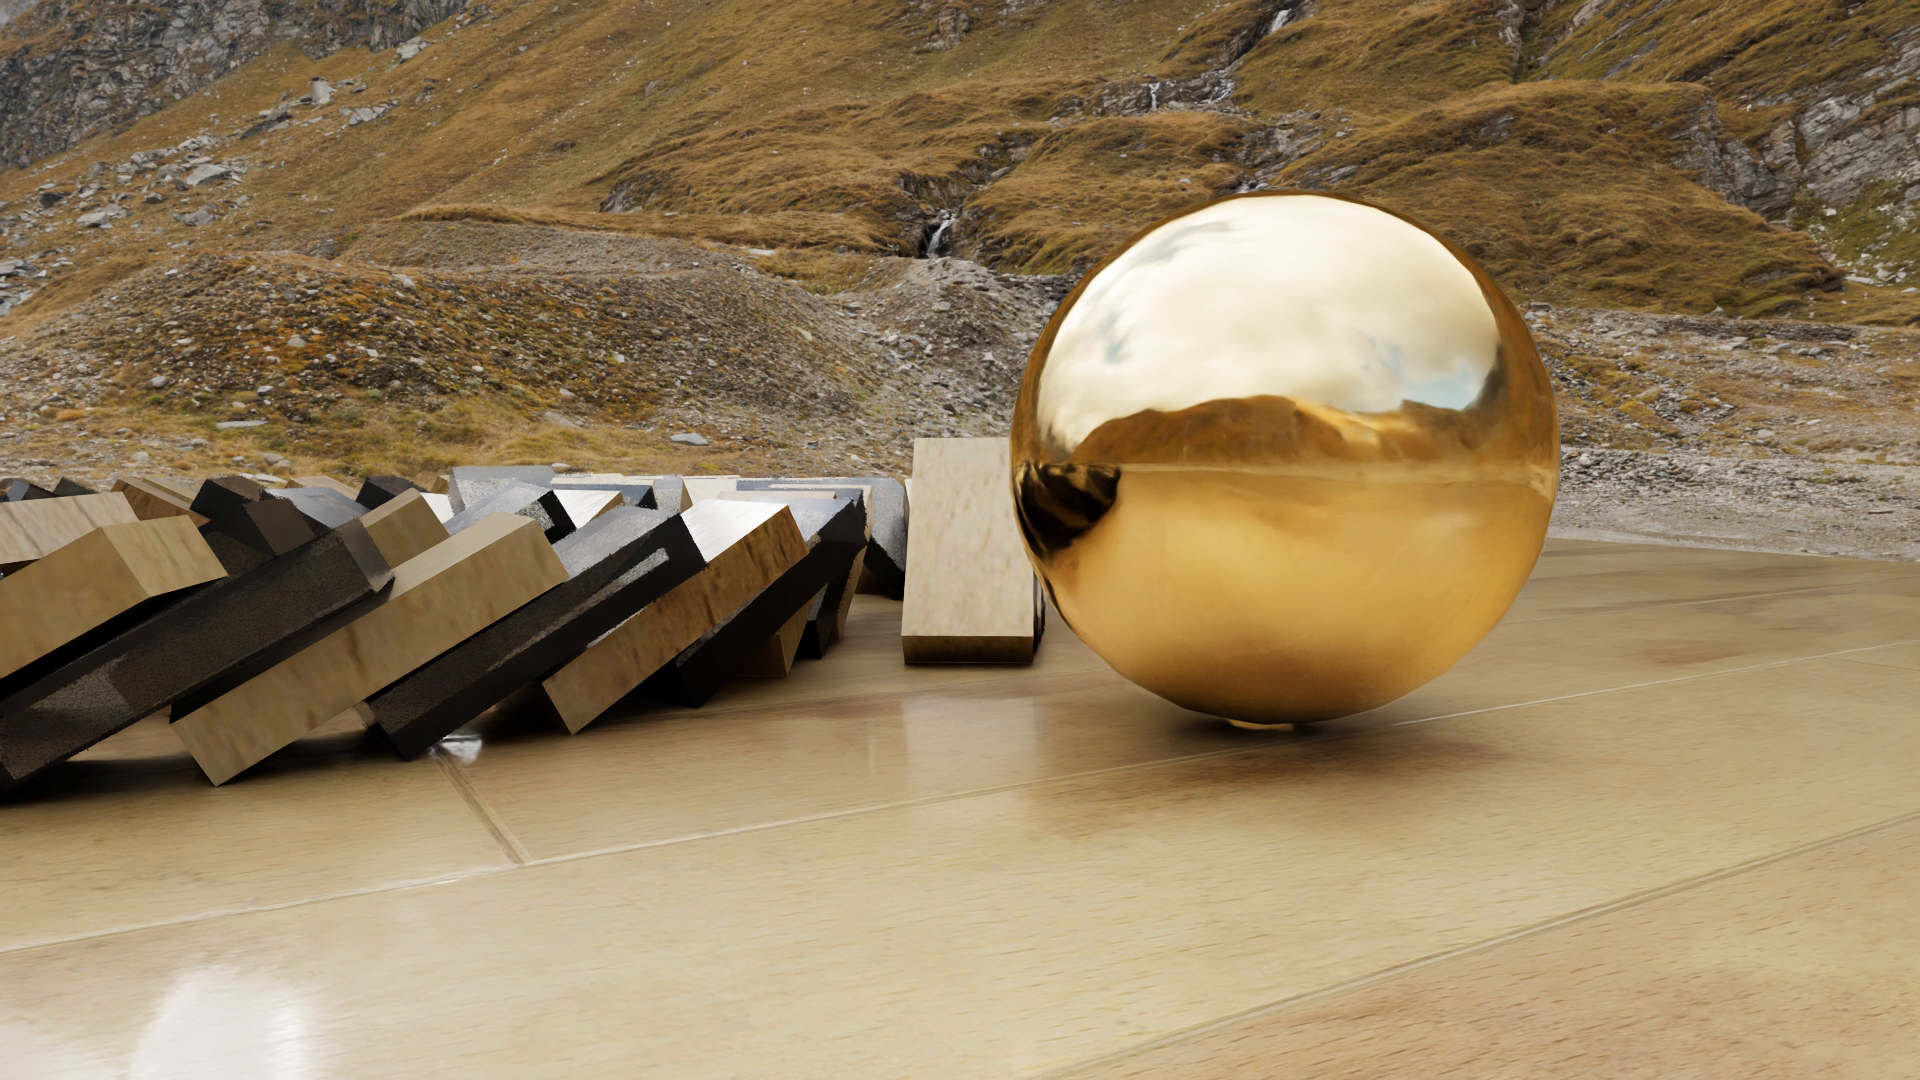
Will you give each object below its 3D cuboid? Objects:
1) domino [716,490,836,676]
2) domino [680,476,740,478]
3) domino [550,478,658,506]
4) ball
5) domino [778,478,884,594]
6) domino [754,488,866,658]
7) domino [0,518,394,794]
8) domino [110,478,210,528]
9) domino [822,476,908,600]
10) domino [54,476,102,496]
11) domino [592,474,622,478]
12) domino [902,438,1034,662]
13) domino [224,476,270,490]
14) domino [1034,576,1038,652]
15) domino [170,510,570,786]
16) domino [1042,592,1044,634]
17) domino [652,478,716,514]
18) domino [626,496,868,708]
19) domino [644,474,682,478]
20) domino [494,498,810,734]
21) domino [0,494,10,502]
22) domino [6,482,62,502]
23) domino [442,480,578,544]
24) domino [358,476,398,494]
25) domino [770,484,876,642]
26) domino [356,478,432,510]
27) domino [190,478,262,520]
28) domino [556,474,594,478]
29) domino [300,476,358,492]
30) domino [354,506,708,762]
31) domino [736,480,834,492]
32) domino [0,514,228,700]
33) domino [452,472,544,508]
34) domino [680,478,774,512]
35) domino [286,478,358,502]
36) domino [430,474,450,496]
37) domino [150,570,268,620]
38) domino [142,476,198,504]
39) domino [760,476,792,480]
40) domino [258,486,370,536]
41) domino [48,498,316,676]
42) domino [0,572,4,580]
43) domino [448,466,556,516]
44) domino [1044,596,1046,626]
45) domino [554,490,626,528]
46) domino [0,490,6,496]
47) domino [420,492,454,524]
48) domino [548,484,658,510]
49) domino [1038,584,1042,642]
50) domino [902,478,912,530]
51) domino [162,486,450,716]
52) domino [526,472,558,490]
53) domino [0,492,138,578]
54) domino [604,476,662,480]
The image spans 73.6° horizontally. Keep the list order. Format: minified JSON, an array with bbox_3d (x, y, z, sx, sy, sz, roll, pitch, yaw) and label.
[{"bbox_3d":[-0.041,0.007,0.255,0.025,0.010,0.050,1,33,8],"label":"domino"},{"bbox_3d":[-0.067,-0.004,0.413,0.050,0.009,0.025,37,25,31],"label":"domino"},{"bbox_3d":[-0.089,0.003,0.300,0.025,0.009,0.050,1,35,0],"label":"domino"},{"bbox_3d":[0.047,-0.012,0.196,0.080,0.080,0.080,0,4,0],"label":"ball"},{"bbox_3d":[-0.033,-0.002,0.387,0.025,0.009,0.050,-4,34,-40],"label":"domino"},{"bbox_3d":[-0.037,0.006,0.274,0.025,0.009,0.050,1,33,8],"label":"domino"},{"bbox_3d":[-0.100,0.014,0.165,0.050,0.009,0.025,-31,13,-14],"label":"domino"},{"bbox_3d":[-0.211,-0.001,0.361,0.050,0.009,0.025,31,-10,-24],"label":"domino"},{"bbox_3d":[-0.019,-0.001,0.372,0.025,0.009,0.050,-3,34,-35],"label":"domino"},{"bbox_3d":[-0.251,-0.003,0.394,0.050,0.009,0.025,32,-14,-31],"label":"domino"},{"bbox_3d":[-0.107,-0.006,0.431,0.050,0.009,0.025,32,16,20],"label":"domino"},{"bbox_3d":[0.002,0.001,0.261,0.025,0.050,0.010,0,-37,3],"label":"domino"},{"bbox_3d":[-0.214,-0.005,0.417,0.050,0.009,0.025,28,-4,-17],"label":"domino"},{"bbox_3d":[0.004,0.000,0.274,0.025,0.050,0.010,0,-37,3],"label":"domino"},{"bbox_3d":[-0.082,0.013,0.179,0.050,0.009,0.025,-34,20,-24],"label":"domino"},{"bbox_3d":[0.007,-0.002,0.299,0.025,0.050,0.010,0,-37,3],"label":"domino"},{"bbox_3d":[-0.070,0.000,0.352,0.025,0.010,0.050,-3,34,-35],"label":"domino"},{"bbox_3d":[-0.041,0.009,0.228,0.025,0.009,0.050,3,34,35],"label":"domino"},{"bbox_3d":[-0.087,-0.005,0.424,0.050,0.009,0.025,34,21,26],"label":"domino"},{"bbox_3d":[-0.051,0.011,0.209,0.025,0.010,0.050,5,35,45],"label":"domino"},{"bbox_3d":[-0.175,0.010,0.203,0.050,0.009,0.025,-31,-6,22],"label":"domino"},{"bbox_3d":[-0.225,0.001,0.342,0.025,0.010,0.050,4,-23,46],"label":"domino"},{"bbox_3d":[-0.096,0.007,0.231,0.050,0.009,0.025,-38,26,-25],"label":"domino"},{"bbox_3d":[-0.173,-0.006,0.430,0.050,0.009,0.025,28,1,-7],"label":"domino"},{"bbox_3d":[-0.036,0.004,0.294,0.025,0.009,0.050,1,33,6],"label":"domino"},{"bbox_3d":[-0.150,-0.002,0.380,0.050,0.009,0.025,28,4,-2],"label":"domino"},{"bbox_3d":[-0.192,-0.002,0.373,0.050,0.010,0.025,29,-3,-12],"label":"domino"},{"bbox_3d":[-0.106,-0.002,0.376,0.050,0.009,0.025,37,22,27],"label":"domino"},{"bbox_3d":[-0.194,-0.005,0.426,0.050,0.010,0.025,28,0,-9],"label":"domino"},{"bbox_3d":[-0.065,0.012,0.192,0.050,0.009,0.025,-36,23,-28],"label":"domino"},{"bbox_3d":[-0.043,0.002,0.316,0.025,0.009,0.050,-1,34,-8],"label":"domino"},{"bbox_3d":[-0.120,0.014,0.156,0.050,0.009,0.025,-31,9,-7],"label":"domino"},{"bbox_3d":[-0.125,-0.003,0.384,0.050,0.009,0.025,35,17,20],"label":"domino"},{"bbox_3d":[-0.055,0.001,0.335,0.025,0.009,0.050,-2,34,-25],"label":"domino"},{"bbox_3d":[-0.171,-0.002,0.379,0.050,0.009,0.025,28,1,-5],"label":"domino"},{"bbox_3d":[-0.151,-0.006,0.434,0.050,0.009,0.025,29,6,2],"label":"domino"},{"bbox_3d":[-0.179,0.013,0.325,0.050,0.009,0.025,0,4,-5],"label":"domino"},{"bbox_3d":[-0.233,-0.004,0.408,0.050,0.009,0.025,29,-7,-21],"label":"domino"},{"bbox_3d":[-0.050,-0.003,0.401,0.025,0.010,0.050,-5,34,-46],"label":"domino"},{"bbox_3d":[-0.153,0.002,0.332,0.050,0.010,0.025,28,8,7],"label":"domino"},{"bbox_3d":[-0.133,0.010,0.208,0.050,0.010,0.025,-31,10,-8],"label":"domino"},{"bbox_3d":[-0.142,0.015,0.149,0.050,0.009,0.025,-28,1,8],"label":"domino"},{"bbox_3d":[-0.108,0.000,0.316,0.025,0.010,0.050,-3,41,-33],"label":"domino"},{"bbox_3d":[0.008,-0.002,0.313,0.025,0.009,0.050,0,49,3],"label":"domino"},{"bbox_3d":[-0.090,0.007,0.256,0.025,0.009,0.050,2,34,24],"label":"domino"},{"bbox_3d":[-0.264,-0.002,0.376,0.025,0.010,0.050,4,-23,45],"label":"domino"},{"bbox_3d":[-0.126,0.002,0.336,0.025,0.009,0.050,6,20,-43],"label":"domino"},{"bbox_3d":[-0.087,0.005,0.278,0.025,0.010,0.050,1,34,11],"label":"domino"},{"bbox_3d":[0.005,-0.001,0.287,0.025,0.050,0.009,0,-37,3],"label":"domino"},{"bbox_3d":[-0.001,0.000,0.353,0.025,0.009,0.050,-1,33,-9],"label":"domino"},{"bbox_3d":[-0.112,0.009,0.219,0.050,0.009,0.025,-35,19,-19],"label":"domino"},{"bbox_3d":[-0.128,-0.006,0.435,0.050,0.009,0.025,31,12,12],"label":"domino"},{"bbox_3d":[-0.155,0.010,0.199,0.050,0.010,0.025,-31,-2,16],"label":"domino"},{"bbox_3d":[-0.086,-0.001,0.366,0.025,0.009,0.050,-4,35,-43],"label":"domino"}]
